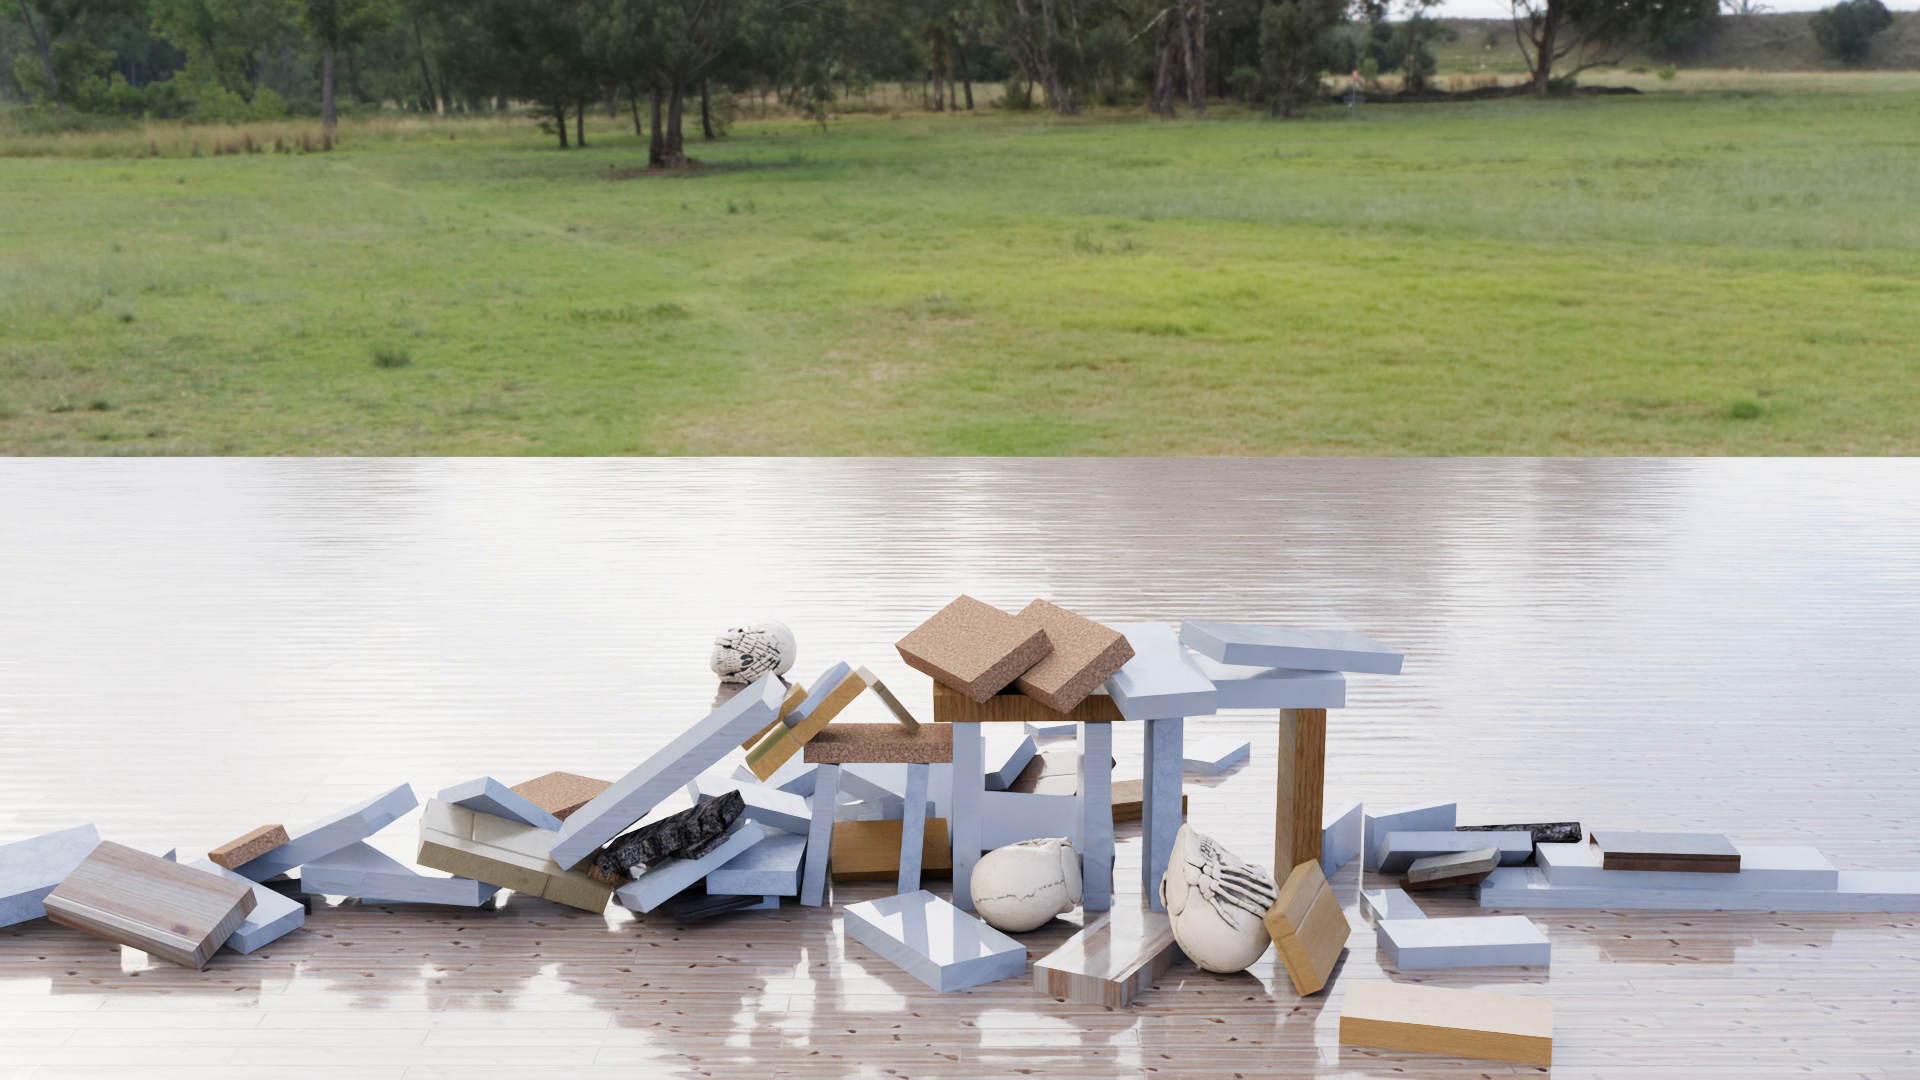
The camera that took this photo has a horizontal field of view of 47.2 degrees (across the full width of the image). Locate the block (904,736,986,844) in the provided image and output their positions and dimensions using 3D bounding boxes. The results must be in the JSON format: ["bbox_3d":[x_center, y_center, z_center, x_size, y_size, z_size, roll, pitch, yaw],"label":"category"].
[{"bbox_3d":[-0.028,0.455,3.912,0.139,0.040,0.279,5,38,-2],"label":"block"}]

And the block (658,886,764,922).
[{"bbox_3d":[-0.402,0.580,3.547,0.152,0.022,0.076,-8,13,-36],"label":"block"}]

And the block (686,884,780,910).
[{"bbox_3d":[-0.376,0.587,3.627,0.152,0.022,0.076,-1,11,-7],"label":"block"}]

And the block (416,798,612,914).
[{"bbox_3d":[-0.727,0.515,3.595,0.311,0.044,0.155,18,15,-16],"label":"block"}]

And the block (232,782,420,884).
[{"bbox_3d":[-1.074,0.499,3.675,0.311,0.044,0.155,-23,5,19],"label":"block"}]

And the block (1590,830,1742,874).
[{"bbox_3d":[1.163,0.515,3.634,0.219,0.031,0.109,1,11,4],"label":"block"}]

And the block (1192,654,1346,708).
[{"bbox_3d":[0.448,0.232,3.608,0.339,0.048,0.170,0,11,0],"label":"block"}]

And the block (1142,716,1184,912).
[{"bbox_3d":[0.334,0.423,3.638,0.048,0.339,0.170,0,11,0],"label":"block"}]

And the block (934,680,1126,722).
[{"bbox_3d":[0.114,0.257,3.616,0.315,0.045,0.157,0,11,-1],"label":"block"}]

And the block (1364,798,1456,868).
[{"bbox_3d":[0.786,0.512,3.839,0.183,0.091,0.026,-6,12,-28],"label":"block"}]

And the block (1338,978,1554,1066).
[{"bbox_3d":[0.685,0.676,3.093,0.286,0.041,0.143,3,11,15],"label":"block"}]

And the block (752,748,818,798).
[{"bbox_3d":[-0.317,0.450,4.155,0.147,0.042,0.293,-7,10,38],"label":"block"}]

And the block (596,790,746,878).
[{"bbox_3d":[-0.469,0.476,3.572,0.229,0.032,0.114,-23,7,12],"label":"block"}]

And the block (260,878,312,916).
[{"bbox_3d":[-1.169,0.593,3.575,0.207,0.029,0.103,-5,11,-23],"label":"block"}]

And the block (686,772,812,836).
[{"bbox_3d":[-0.356,0.443,3.717,0.202,0.029,0.101,16,12,-20],"label":"block"}]

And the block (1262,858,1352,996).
[{"bbox_3d":[0.530,0.585,3.341,0.036,0.127,0.254,-26,0,22],"label":"block"}]

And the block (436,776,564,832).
[{"bbox_3d":[-0.755,0.476,3.704,0.118,0.034,0.237,-18,-41,32],"label":"block"}]

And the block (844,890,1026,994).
[{"bbox_3d":[-0.043,0.618,3.403,0.150,0.042,0.300,-6,12,-31],"label":"block"}]

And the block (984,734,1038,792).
[{"bbox_3d":[0.005,0.431,4.107,0.261,0.037,0.131,-14,19,36],"label":"block"}]

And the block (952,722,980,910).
[{"bbox_3d":[0.010,0.436,3.638,0.045,0.315,0.157,0,11,-1],"label":"block"}]

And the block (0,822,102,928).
[{"bbox_3d":[-1.551,0.557,3.518,0.354,0.050,0.177,-13,25,-27],"label":"block"}]

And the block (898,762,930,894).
[{"bbox_3d":[-0.077,0.471,3.640,0.034,0.242,0.121,5,11,-1],"label":"block"}]

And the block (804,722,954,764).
[{"bbox_3d":[-0.133,0.333,3.619,0.242,0.034,0.121,0,11,-1],"label":"block"}]

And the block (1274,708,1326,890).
[{"bbox_3d":[0.562,0.423,3.637,0.048,0.339,0.170,0,11,-1],"label":"block"}]

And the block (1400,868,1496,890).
[{"bbox_3d":[0.813,0.558,3.669,0.141,0.020,0.071,-13,4,34],"label":"block"}]

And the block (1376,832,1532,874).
[{"bbox_3d":[0.835,0.529,3.725,0.238,0.034,0.119,0,-27,0],"label":"block"}]

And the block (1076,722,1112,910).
[{"bbox_3d":[0.221,0.435,3.640,0.045,0.315,0.158,0,11,-1],"label":"block"}]

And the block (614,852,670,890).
[{"bbox_3d":[-0.525,0.536,3.701,0.134,0.019,0.067,-36,10,4],"label":"block"}]

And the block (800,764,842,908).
[{"bbox_3d":[-0.227,0.471,3.643,0.034,0.242,0.121,8,11,0],"label":"block"}]

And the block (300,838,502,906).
[{"bbox_3d":[-0.906,0.546,3.626,0.310,0.044,0.155,2,11,12],"label":"block"}]

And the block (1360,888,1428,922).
[{"bbox_3d":[0.702,0.599,3.563,0.071,0.020,0.141,-1,11,-6],"label":"block"}]

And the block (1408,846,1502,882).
[{"bbox_3d":[0.819,0.537,3.641,0.141,0.020,0.071,-14,3,25],"label":"block"}]

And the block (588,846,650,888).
[{"bbox_3d":[-0.531,0.556,3.615,0.152,0.022,0.076,23,14,-5],"label":"block"}]

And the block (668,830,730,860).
[{"bbox_3d":[-0.422,0.489,3.540,0.063,0.018,0.126,-31,9,-27],"label":"block"}]

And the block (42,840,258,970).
[{"bbox_3d":[-1.259,0.565,3.421,0.289,0.041,0.144,13,40,19],"label":"block"}]
